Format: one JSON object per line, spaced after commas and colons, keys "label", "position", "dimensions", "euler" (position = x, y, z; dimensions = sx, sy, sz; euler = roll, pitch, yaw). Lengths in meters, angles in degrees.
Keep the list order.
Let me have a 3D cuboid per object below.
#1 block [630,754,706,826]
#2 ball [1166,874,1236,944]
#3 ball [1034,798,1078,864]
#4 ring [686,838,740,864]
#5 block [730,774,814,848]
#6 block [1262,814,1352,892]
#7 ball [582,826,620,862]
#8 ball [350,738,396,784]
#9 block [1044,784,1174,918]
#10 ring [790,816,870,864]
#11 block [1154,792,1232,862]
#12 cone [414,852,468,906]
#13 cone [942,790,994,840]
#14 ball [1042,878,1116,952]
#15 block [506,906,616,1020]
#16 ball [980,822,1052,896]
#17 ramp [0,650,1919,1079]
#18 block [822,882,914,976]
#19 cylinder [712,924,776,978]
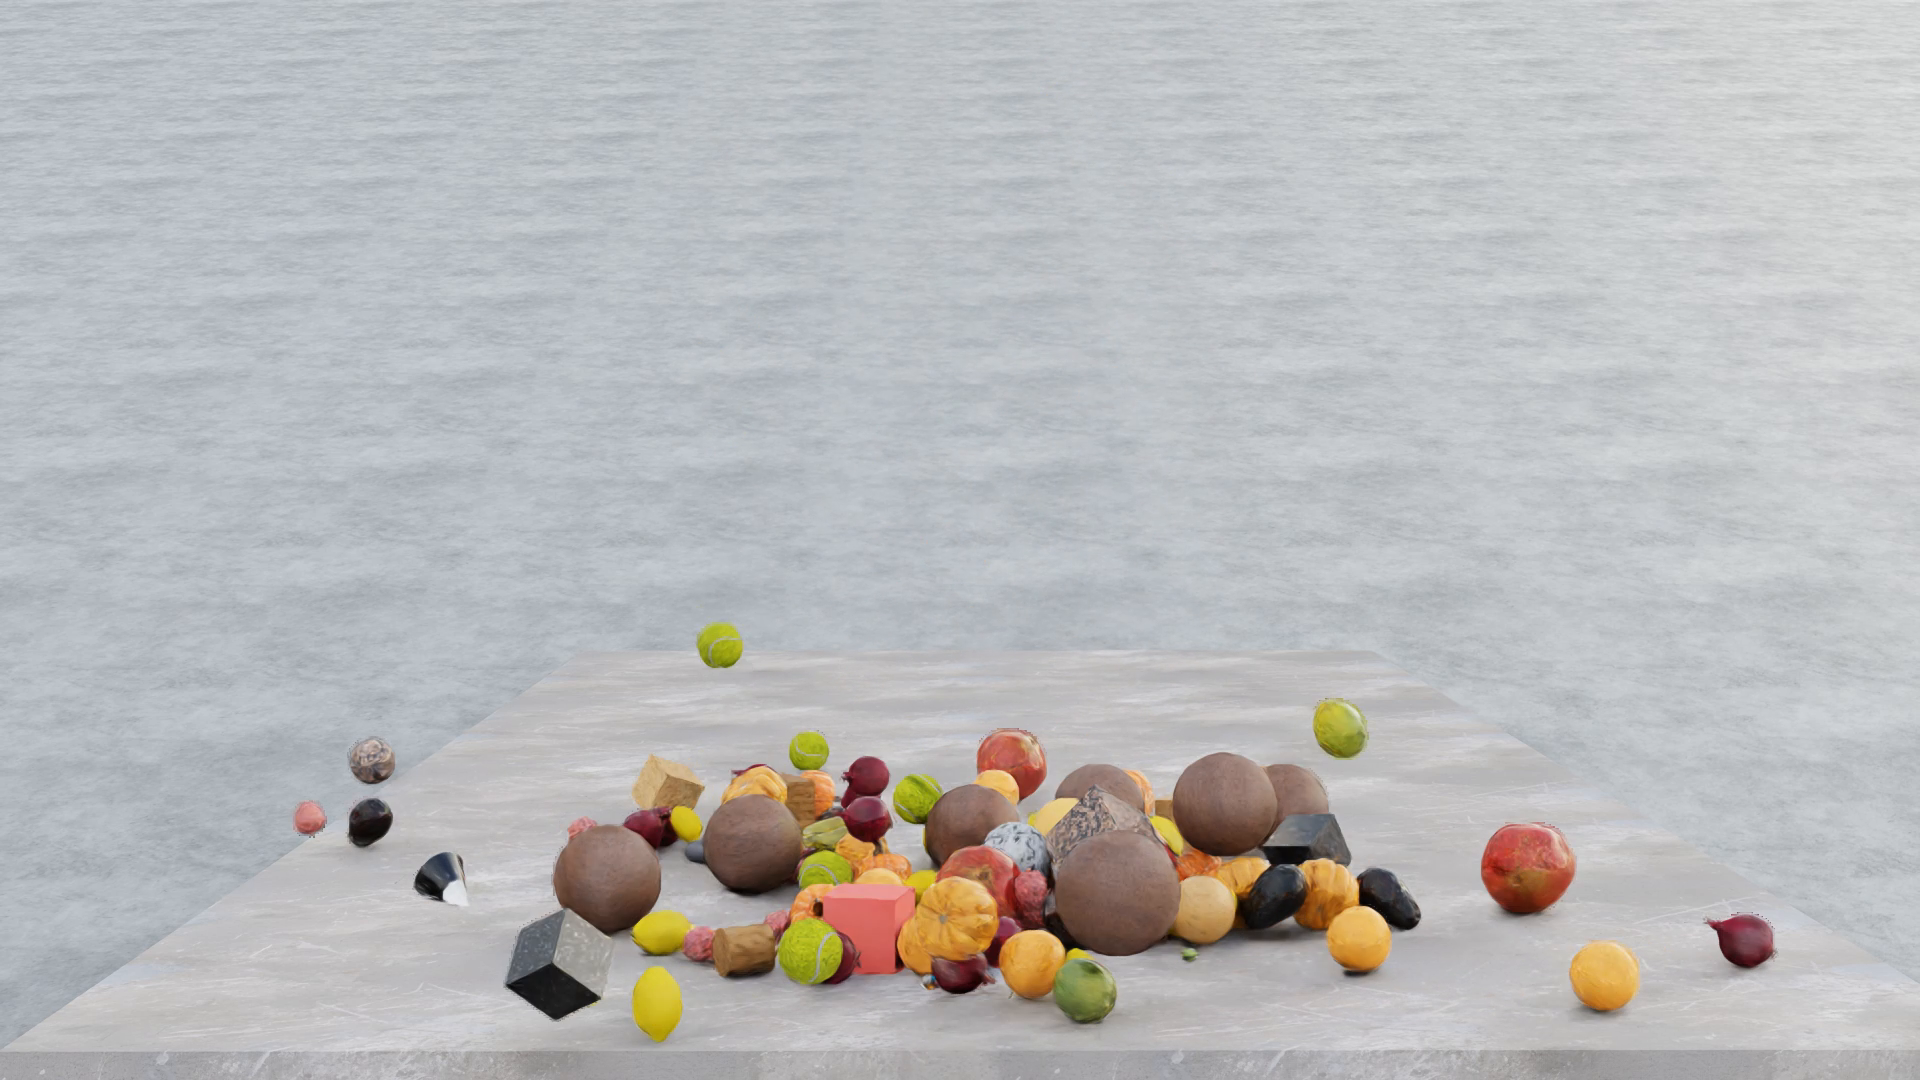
{"label": "block", "position": [-0.427, 0.366, 3.753], "dimensions": [0.067, 0.067, 0.067], "euler": [23, 9, -35]}
{"label": "ball", "position": [0.281, 0.431, 2.999], "dimensions": [0.081, 0.081, 0.081], "euler": [0, 21, 0]}
{"label": "ball", "position": [0.134, 0.365, 3.211], "dimensions": [0.086, 0.086, 0.086], "euler": [0, 21, 0]}
{"label": "ring", "position": [-0.344, 0.433, 3.575], "dimensions": [0.077, 0.026, 0.077], "euler": [0, 4, 0]}
{"label": "block", "position": [-0.273, 0.392, 3.731], "dimensions": [0.090, 0.090, 0.090], "euler": [-2, 4, -33]}
{"label": "block", "position": [0.450, 0.405, 3.323], "dimensions": [0.072, 0.072, 0.072], "euler": [-6, 26, 42]}
{"label": "ball", "position": [-0.498, 0.421, 3.564], "dimensions": [0.050, 0.050, 0.050], "euler": [0, 21, 0]}
{"label": "ball", "position": [-0.980, 0.369, 4.289], "dimensions": [0.077, 0.077, 0.077], "euler": [0, 21, 0]}
{"label": "block", "position": [0.177, 0.372, 3.076], "dimensions": [0.094, 0.094, 0.094], "euler": [33, 17, -33]}
{"label": "ring", "position": [-0.180, 0.415, 3.565], "dimensions": [0.117, 0.039, 0.117], "euler": [-15, 8, 2]}
{"label": "block", "position": [0.327, 0.402, 3.607], "dimensions": [0.082, 0.082, 0.082], "euler": [2, 4, 27]}
{"label": "cone", "position": [-0.644, 0.446, 3.269], "dimensions": [0.072, 0.072, 0.072], "euler": [-17, 43, -37]}
{"label": "cone", "position": [0.027, 0.417, 3.766], "dimensions": [0.078, 0.078, 0.078], "euler": [29, 7, -28]}
{"label": "ball", "position": [0.138, 0.435, 2.986], "dimensions": [0.086, 0.086, 0.086], "euler": [0, 21, 0]}
{"label": "block", "position": [-0.400, 0.425, 2.574], "dimensions": [0.069, 0.069, 0.069], "euler": [-28, 34, 30]}
{"label": "ball", "position": [0.067, 0.386, 3.112], "dimensions": [0.088, 0.088, 0.088], "euler": [0, 21, 0]}
{"label": "ramp", "position": [0.049, 0.442, 4.532], "dimensions": [2.000, 0.100, 4.000], "euler": [0, 3, 0]}
{"label": "block", "position": [-0.103, 0.440, 2.911], "dimensions": [0.085, 0.085, 0.085], "euler": [1, 3, 13]}
{"label": "cylinder", "position": [-0.240, 0.458, 2.865], "dimensions": [0.054, 0.054, 0.054], "euler": [-1, 20, -26]}
